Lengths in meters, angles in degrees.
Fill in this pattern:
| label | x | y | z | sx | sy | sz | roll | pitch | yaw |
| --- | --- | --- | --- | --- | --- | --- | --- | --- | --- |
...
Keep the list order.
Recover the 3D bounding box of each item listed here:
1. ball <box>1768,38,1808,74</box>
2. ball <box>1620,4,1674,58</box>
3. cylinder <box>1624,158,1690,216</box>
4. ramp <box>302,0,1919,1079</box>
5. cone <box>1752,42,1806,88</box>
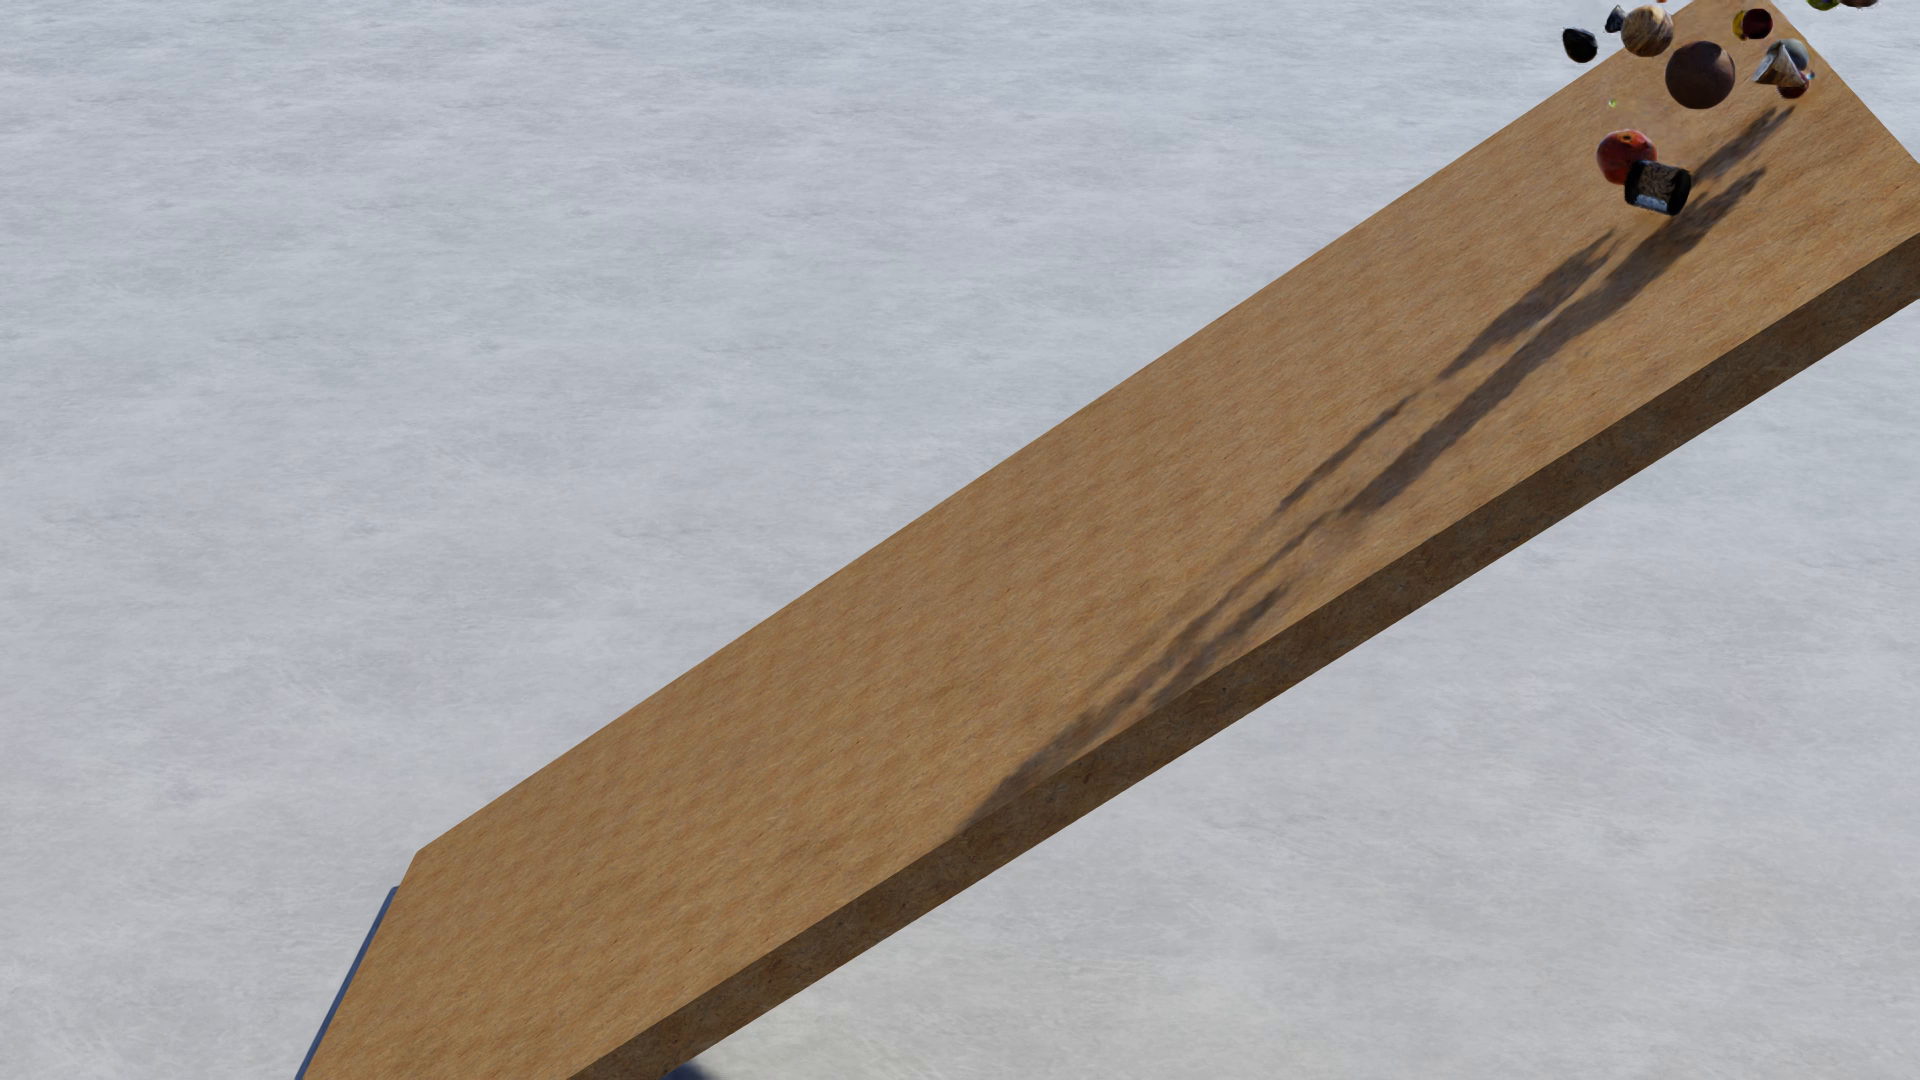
| label | x | y | z | sx | sy | sz | roll | pitch | yaw |
| --- | --- | --- | --- | --- | --- | --- | --- | --- | --- |
| ball | 1.624 | -0.945 | 5.774 | 0.080 | 0.080 | 0.080 | 0 | 22 | 0 |
| ball | 1.279 | -0.947 | 5.473 | 0.097 | 0.097 | 0.097 | 0 | 22 | 0 |
| cylinder | 1.317 | -0.666 | 5.553 | 0.090 | 0.090 | 0.090 | 22 | 31 | 36 |
| ramp | 0.132 | 0.177 | 6.315 | 4.000 | 0.100 | 2.000 | -33 | 16 | 16 |
| cone | 1.577 | -0.886 | 5.608 | 0.093 | 0.093 | 0.093 | 32 | 24 | -2 |
